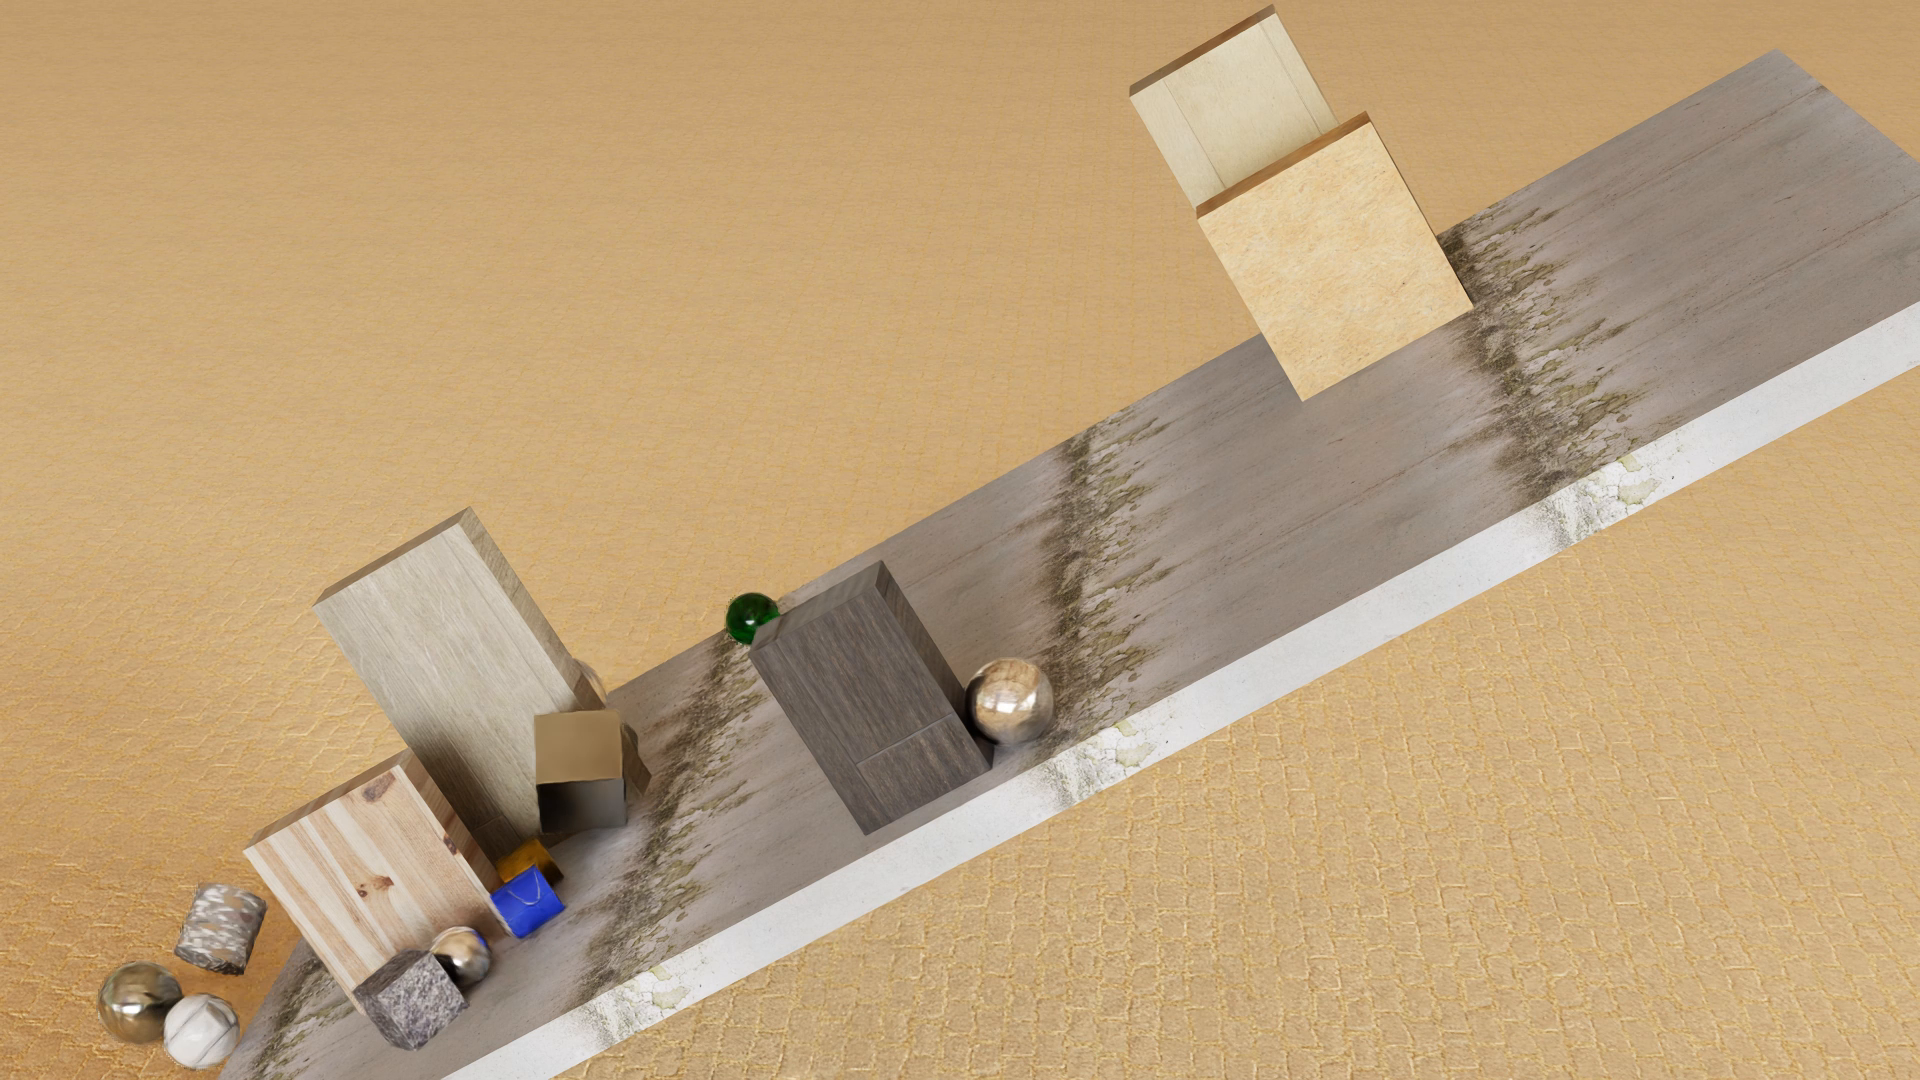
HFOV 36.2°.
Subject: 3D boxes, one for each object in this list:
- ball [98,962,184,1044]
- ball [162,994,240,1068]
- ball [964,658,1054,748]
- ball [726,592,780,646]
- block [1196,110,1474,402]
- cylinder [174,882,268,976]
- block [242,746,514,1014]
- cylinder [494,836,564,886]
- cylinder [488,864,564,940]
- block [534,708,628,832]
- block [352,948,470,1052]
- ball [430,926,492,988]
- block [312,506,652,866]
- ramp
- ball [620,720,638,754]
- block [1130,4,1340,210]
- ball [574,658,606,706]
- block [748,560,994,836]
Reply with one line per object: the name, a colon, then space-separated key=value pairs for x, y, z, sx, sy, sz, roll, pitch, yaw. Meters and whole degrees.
ball: x=-1.869 y=1.055 z=6.710 sx=0.187 sy=0.187 sz=0.187 roll=0 pitch=19 yaw=0
ball: x=-1.672 y=1.081 z=6.480 sx=0.164 sy=0.164 sz=0.164 roll=0 pitch=19 yaw=0
ball: x=0.090 y=0.301 z=5.430 sx=0.165 sy=0.165 sz=0.165 roll=0 pitch=19 yaw=0
ball: x=-0.497 y=0.190 z=7.064 sx=0.130 sy=0.130 sz=0.130 roll=0 pitch=19 yaw=0
block: x=0.807 y=-0.611 z=6.350 sx=0.418 sy=0.465 sz=0.129 roll=-29 pitch=15 yaw=12
cylinder: x=-1.691 y=0.890 z=6.733 sx=0.164 sy=0.164 sz=0.164 roll=13 pitch=-24 yaw=6
block: x=-1.207 y=0.718 z=6.175 sx=0.397 sy=0.437 sz=0.096 roll=-29 pitch=15 yaw=12
cylinder: x=-0.922 y=0.709 z=6.275 sx=0.109 sy=0.109 sz=0.109 roll=-37 pitch=28 yaw=-9
cylinder: x=-0.895 y=0.748 z=6.084 sx=0.113 sy=0.113 sz=0.113 roll=-34 pitch=27 yaw=-9
block: x=-0.816 y=0.497 z=6.328 sx=0.182 sy=0.182 sz=0.182 roll=-4 pitch=50 yaw=-6
block: x=-1.101 y=0.919 z=5.888 sx=0.141 sy=0.141 sz=0.141 roll=-40 pitch=16 yaw=-28
ball: x=-1.017 y=0.848 z=5.978 sx=0.126 sy=0.126 sz=0.126 roll=0 pitch=19 yaw=0
block: x=-1.051 y=0.338 z=6.500 sx=0.390 sy=0.737 sz=0.120 roll=-29 pitch=15 yaw=12
ramp: x=0.142 y=0.168 z=6.286 sx=4.000 sy=0.100 sz=2.000 roll=-29 pitch=15 yaw=12
ball: x=-0.799 y=0.472 z=6.789 sx=0.114 sy=0.114 sz=0.114 roll=0 pitch=19 yaw=0
block: x=0.727 y=-0.832 z=6.784 sx=0.377 sy=0.691 sz=0.144 roll=-29 pitch=15 yaw=12
ball: x=-0.916 y=0.369 z=6.786 sx=0.198 sy=0.198 sz=0.198 roll=0 pitch=19 yaw=0
block: x=-0.161 y=0.294 z=5.467 sx=0.274 sy=0.415 sz=0.143 roll=-29 pitch=15 yaw=12
